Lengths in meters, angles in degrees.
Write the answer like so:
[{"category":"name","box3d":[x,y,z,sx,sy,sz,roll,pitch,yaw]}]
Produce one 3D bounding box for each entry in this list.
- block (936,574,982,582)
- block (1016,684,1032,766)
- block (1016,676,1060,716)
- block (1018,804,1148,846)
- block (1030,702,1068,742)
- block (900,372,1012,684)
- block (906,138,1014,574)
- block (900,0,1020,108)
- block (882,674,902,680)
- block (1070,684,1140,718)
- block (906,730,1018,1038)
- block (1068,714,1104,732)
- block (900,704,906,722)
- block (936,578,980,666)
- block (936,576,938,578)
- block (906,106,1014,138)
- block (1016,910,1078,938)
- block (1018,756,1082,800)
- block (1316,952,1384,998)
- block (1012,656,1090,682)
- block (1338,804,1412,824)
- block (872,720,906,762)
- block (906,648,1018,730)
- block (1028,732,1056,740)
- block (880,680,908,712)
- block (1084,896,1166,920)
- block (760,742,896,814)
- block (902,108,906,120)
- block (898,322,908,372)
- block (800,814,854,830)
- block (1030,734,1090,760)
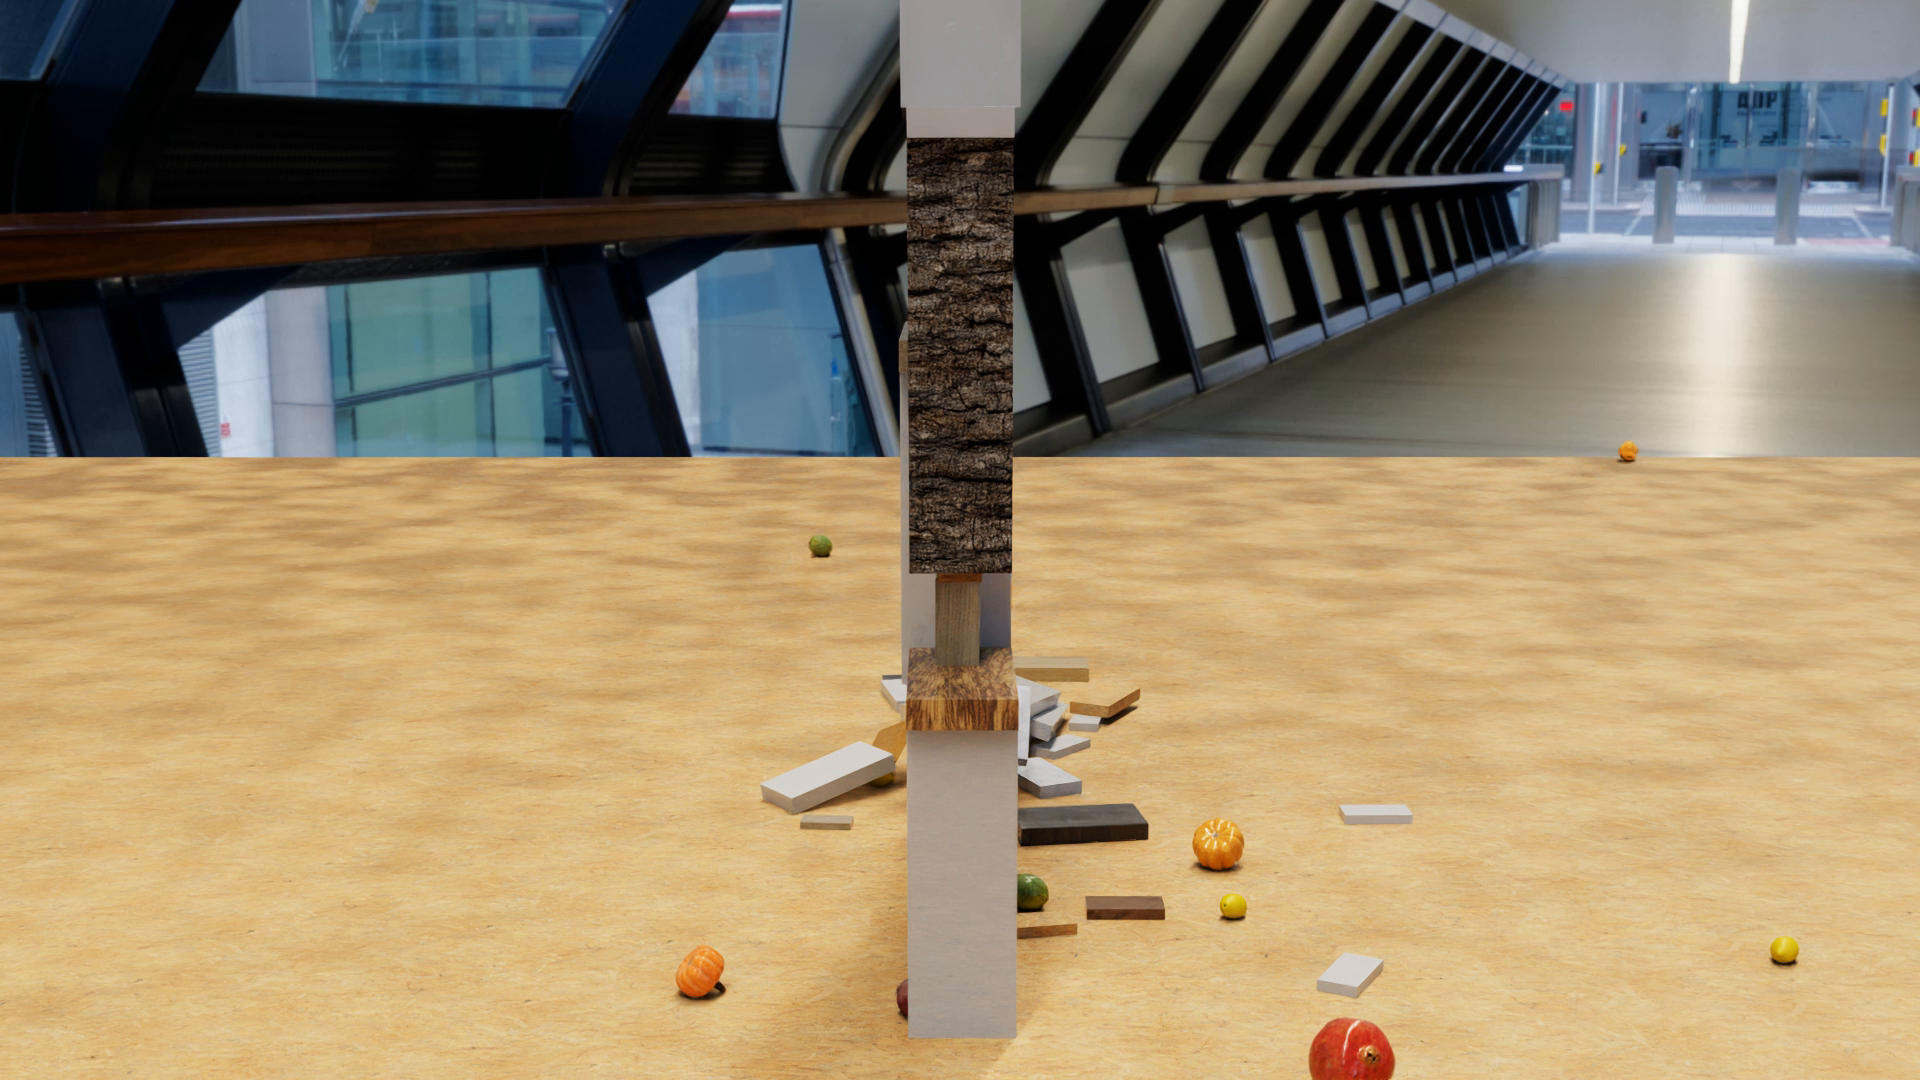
[{"category":"block","box3d":[-0.002,0.039,3.178,0.063,0.018,0.125,0,12,-2]},{"category":"block","box3d":[0.089,0.348,4.174,0.084,0.024,0.168,7,50,-3]},{"category":"block","box3d":[0.099,0.326,4.483,0.113,0.032,0.473,19,6,14]},{"category":"block","box3d":[0.214,0.515,3.982,0.232,0.033,0.116,-1,12,-10]},{"category":"block","box3d":[0.152,0.365,4.613,0.116,0.033,0.307,18,7,7]},{"category":"block","box3d":[-0.006,-0.019,3.289,0.165,0.474,0.047,0,11,0]},{"category":"block","box3d":[0.000,-0.253,3.056,0.145,0.603,0.041,0,11,-1]},{"category":"block","box3d":[0.000,-0.770,3.048,0.167,0.334,0.047,0,11,-2]},{"category":"block","box3d":[-0.132,0.322,5.075,0.093,0.013,0.046,-1,11,-7]},{"category":"block","box3d":[0.317,0.349,4.798,0.090,0.026,0.181,5,12,26]},{"category":"block","box3d":[0.003,0.472,3.064,0.152,0.453,0.043,0,10,0]},{"category":"block","box3d":[0.278,0.382,4.743,0.062,0.018,0.171,2,11,11]},{"category":"block","box3d":[-0.040,0.364,4.628,0.131,0.037,0.262,-2,-2,-11]},{"category":"block","box3d":[-0.003,0.117,3.154,0.063,0.125,0.018,1,11,4]},{"category":"block","box3d":[-0.004,0.103,3.232,0.063,0.125,0.018,0,11,0]},{"category":"block","box3d":[-0.002,-0.586,3.087,0.145,0.041,0.290,0,11,-1]},{"category":"block","box3d":[0.118,0.612,3.500,0.126,0.018,0.063,-2,11,-12]},{"category":"block","box3d":[0.155,0.463,4.283,0.090,0.026,0.181,-5,12,-25]},{"category":"block","box3d":[0.585,0.651,3.292,0.062,0.018,0.124,6,12,28]},{"category":"block","box3d":[0.186,0.301,5.138,0.226,0.032,0.113,0,11,1]},{"category":"block","box3d":[0.768,0.507,4.066,0.124,0.018,0.062,0,11,-1]},{"category":"block","box3d":[-0.141,0.404,4.316,0.022,0.079,0.158,32,-21,-12]},{"category":"block","box3d":[0.002,0.209,3.121,0.152,0.043,0.304,0,11,0]},{"category":"block","box3d":[0.149,0.397,4.658,0.062,0.017,0.123,-4,11,-22]},{"category":"block","box3d":[-0.116,0.346,4.911,0.090,0.026,0.192,-2,11,-12]},{"category":"block","box3d":[0.268,0.598,3.577,0.126,0.018,0.063,0,11,0]},{"category":"block","box3d":[-0.251,0.452,4.196,0.232,0.033,0.116,-21,20,-32]},{"category":"block","box3d":[-0.003,-0.804,3.274,0.167,0.349,0.047,0,11,0]},{"category":"block","box3d":[-0.006,-0.296,3.349,0.165,0.047,0.329,0,11,0]},{"category":"block","box3d":[-0.244,0.517,4.026,0.093,0.013,0.046,1,11,4]},{"category":"block","box3d":[0.206,0.424,4.513,0.062,0.017,0.123,9,14,39]}]
